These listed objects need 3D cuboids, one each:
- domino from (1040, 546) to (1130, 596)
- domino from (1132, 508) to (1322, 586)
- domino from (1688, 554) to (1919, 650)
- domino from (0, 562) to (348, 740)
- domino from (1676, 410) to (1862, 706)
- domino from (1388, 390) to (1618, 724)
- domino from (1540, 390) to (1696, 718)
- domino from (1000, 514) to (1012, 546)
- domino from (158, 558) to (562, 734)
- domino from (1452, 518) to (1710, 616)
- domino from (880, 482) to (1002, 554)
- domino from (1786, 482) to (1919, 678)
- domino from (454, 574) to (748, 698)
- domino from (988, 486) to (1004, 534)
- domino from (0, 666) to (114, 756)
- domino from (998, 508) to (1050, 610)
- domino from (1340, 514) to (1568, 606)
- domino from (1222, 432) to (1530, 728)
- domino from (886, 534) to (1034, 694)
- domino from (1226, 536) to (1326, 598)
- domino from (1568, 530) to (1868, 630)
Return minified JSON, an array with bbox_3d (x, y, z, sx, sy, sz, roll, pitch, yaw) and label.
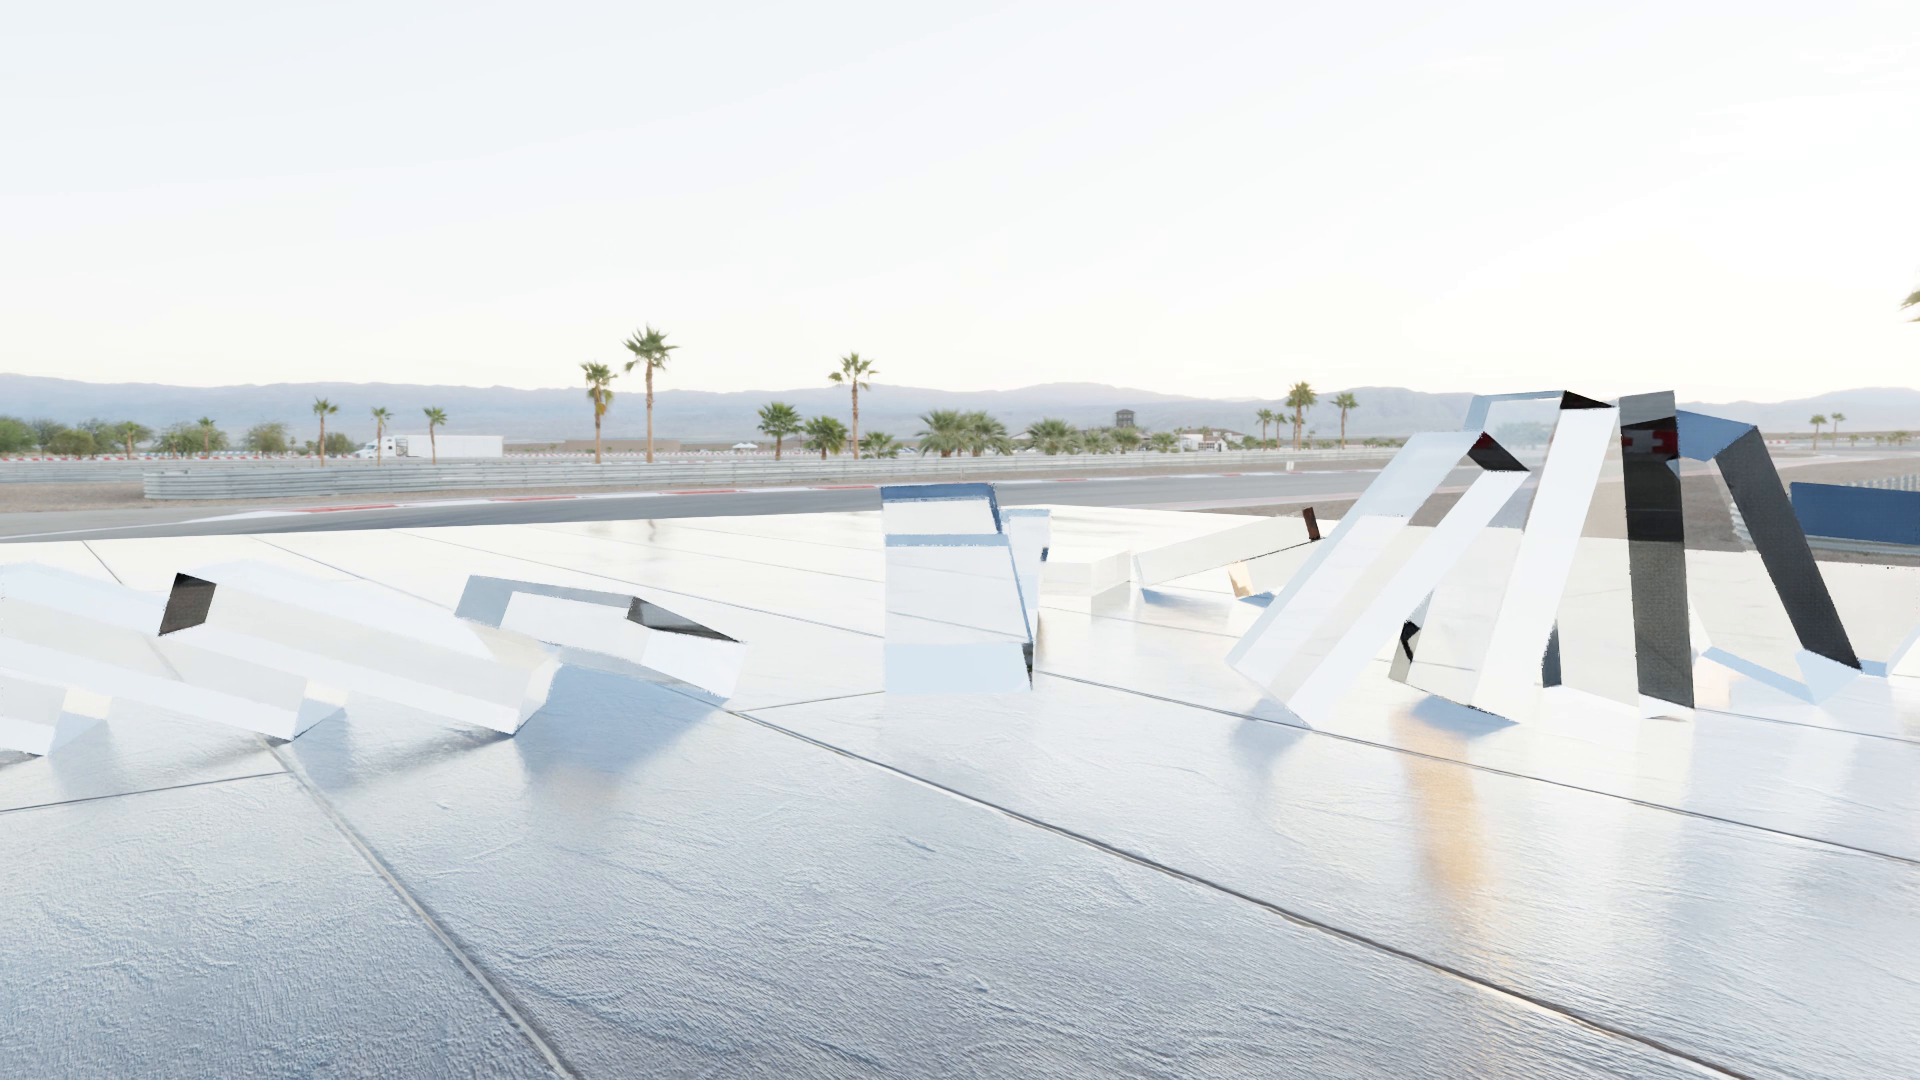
[{"bbox_3d":[0.033,0.009,0.384,0.025,0.009,0.050,2,5,20],"label":"domino"},{"bbox_3d":[0.076,0.002,0.368,0.050,0.009,0.025,-15,-3,3],"label":"domino"},{"bbox_3d":[0.174,0.011,0.249,0.025,0.010,0.050,-2,-14,-27],"label":"domino"},{"bbox_3d":[-0.120,0.016,0.191,0.050,0.009,0.025,17,1,-10],"label":"domino"},{"bbox_3d":[0.127,0.002,0.212,0.009,0.050,0.025,-36,19,-2],"label":"domino"},{"bbox_3d":[0.086,0.002,0.206,0.009,0.050,0.025,16,2,-10],"label":"domino"},{"bbox_3d":[0.105,0.001,0.209,0.010,0.050,0.025,-7,5,-8],"label":"domino"},{"bbox_3d":[0.000,0.007,0.321,0.025,0.009,0.050,0,21,0],"label":"domino"},{"bbox_3d":[-0.089,0.016,0.195,0.050,0.009,0.025,17,1,-8],"label":"domino"},{"bbox_3d":[0.148,0.007,0.308,0.025,0.010,0.050,-4,-13,-44],"label":"domino"},{"bbox_3d":[-0.003,0.004,0.279,0.025,0.009,0.050,-2,33,-7],"label":"domino"},{"bbox_3d":[0.151,0.008,0.220,0.025,0.009,0.050,7,-25,23],"label":"domino"},{"bbox_3d":[-0.063,0.016,0.223,0.050,0.009,0.025,4,-19,41],"label":"domino"},{"bbox_3d":[-0.002,0.004,0.298,0.025,0.009,0.050,-1,32,-5],"label":"domino"},{"bbox_3d":[-0.150,0.017,0.179,0.050,0.010,0.025,17,-1,-19],"label":"domino"},{"bbox_3d":[0.011,0.004,0.354,0.025,0.010,0.050,1,21,8],"label":"domino"},{"bbox_3d":[0.127,0.005,0.331,0.050,0.009,0.025,-20,-8,35],"label":"domino"},{"bbox_3d":[0.065,0.005,0.203,0.009,0.050,0.025,40,1,-6],"label":"domino"},{"bbox_3d":[-0.001,0.012,0.241,0.025,0.009,0.050,0,22,-3],"label":"domino"},{"bbox_3d":[0.101,0.004,0.349,0.050,0.009,0.025,-19,-7,32],"label":"domino"},{"bbox_3d":[0.163,0.009,0.280,0.025,0.009,0.050,-3,-13,-32],"label":"domino"}]
